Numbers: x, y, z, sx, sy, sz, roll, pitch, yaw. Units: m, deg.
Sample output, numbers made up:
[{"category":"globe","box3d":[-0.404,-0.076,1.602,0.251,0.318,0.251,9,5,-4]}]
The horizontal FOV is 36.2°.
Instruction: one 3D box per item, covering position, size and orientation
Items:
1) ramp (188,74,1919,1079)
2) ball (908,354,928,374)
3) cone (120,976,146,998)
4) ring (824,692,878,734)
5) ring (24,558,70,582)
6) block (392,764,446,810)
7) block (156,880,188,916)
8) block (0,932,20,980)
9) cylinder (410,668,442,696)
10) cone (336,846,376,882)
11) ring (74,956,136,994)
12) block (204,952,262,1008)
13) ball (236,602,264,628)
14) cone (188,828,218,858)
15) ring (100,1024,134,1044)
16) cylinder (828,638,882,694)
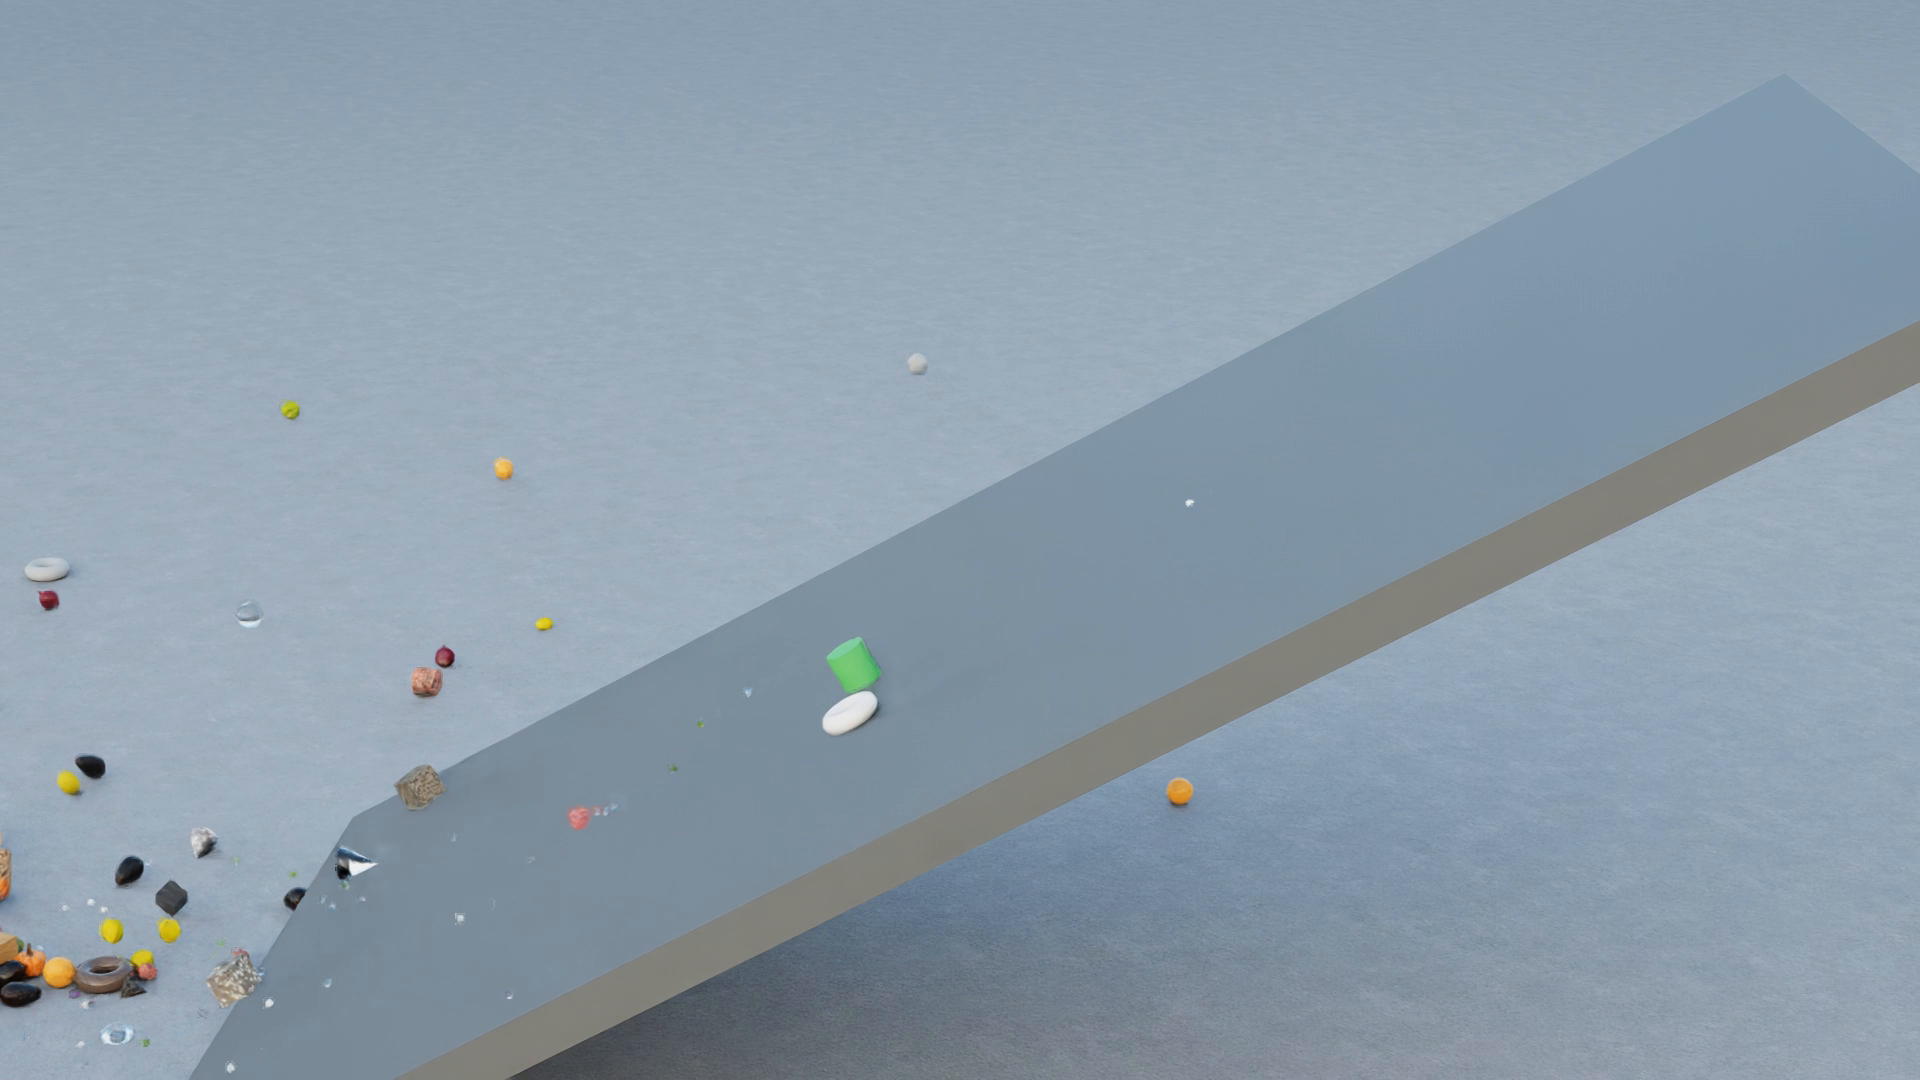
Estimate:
[{"category":"ramp","box3d":[0.142,0.167,6.283,4.000,0.100,2.000,-27,14,11]},{"category":"ball","box3d":[-0.177,-0.733,12.221,0.085,0.085,0.085,0,18,0]},{"category":"cone","box3d":[-1.916,1.047,6.843,0.053,0.053,0.053,21,7,-29]},{"category":"ring","box3d":[-0.226,0.358,6.076,0.126,0.042,0.126,-30,13,8]},{"category":"ring","box3d":[-3.019,0.097,9.728,0.144,0.048,0.144,0,19,0]},{"category":"block","box3d":[-1.348,0.619,7.346,0.079,0.079,0.079,-13,22,50]},{"category":"block","box3d":[-1.941,0.882,7.242,0.054,0.054,0.054,36,56,8]},{"category":"block","box3d":[-2.285,0.983,6.937,0.087,0.087,0.087,7,19,22]},{"category":"cylinder","box3d":[-1.579,0.420,8.698,0.070,0.070,0.070,15,21,12]},{"category":"cone","box3d":[-1.442,0.778,7.067,0.088,0.088,0.088,-1,18,5]},{"category":"ring","box3d":[-2.005,1.018,6.895,0.141,0.047,0.141,0,19,0]},{"category":"block","box3d":[-1.643,0.995,6.649,0.076,0.076,0.076,-25,15,19]},{"category":"ball","box3d":[-2.233,0.236,9.242,0.083,0.083,0.083,0,18,0]},{"category":"cone","box3d":[-1.964,0.796,7.599,0.076,0.076,0.076,1,45,3]},{"category":"ring","box3d":[-1.902,1.114,6.634,0.078,0.026,0.078,-1,17,0]},{"category":"cylinder","box3d":[-0.226,0.268,6.292,0.086,0.086,0.086,-28,14,8]}]
